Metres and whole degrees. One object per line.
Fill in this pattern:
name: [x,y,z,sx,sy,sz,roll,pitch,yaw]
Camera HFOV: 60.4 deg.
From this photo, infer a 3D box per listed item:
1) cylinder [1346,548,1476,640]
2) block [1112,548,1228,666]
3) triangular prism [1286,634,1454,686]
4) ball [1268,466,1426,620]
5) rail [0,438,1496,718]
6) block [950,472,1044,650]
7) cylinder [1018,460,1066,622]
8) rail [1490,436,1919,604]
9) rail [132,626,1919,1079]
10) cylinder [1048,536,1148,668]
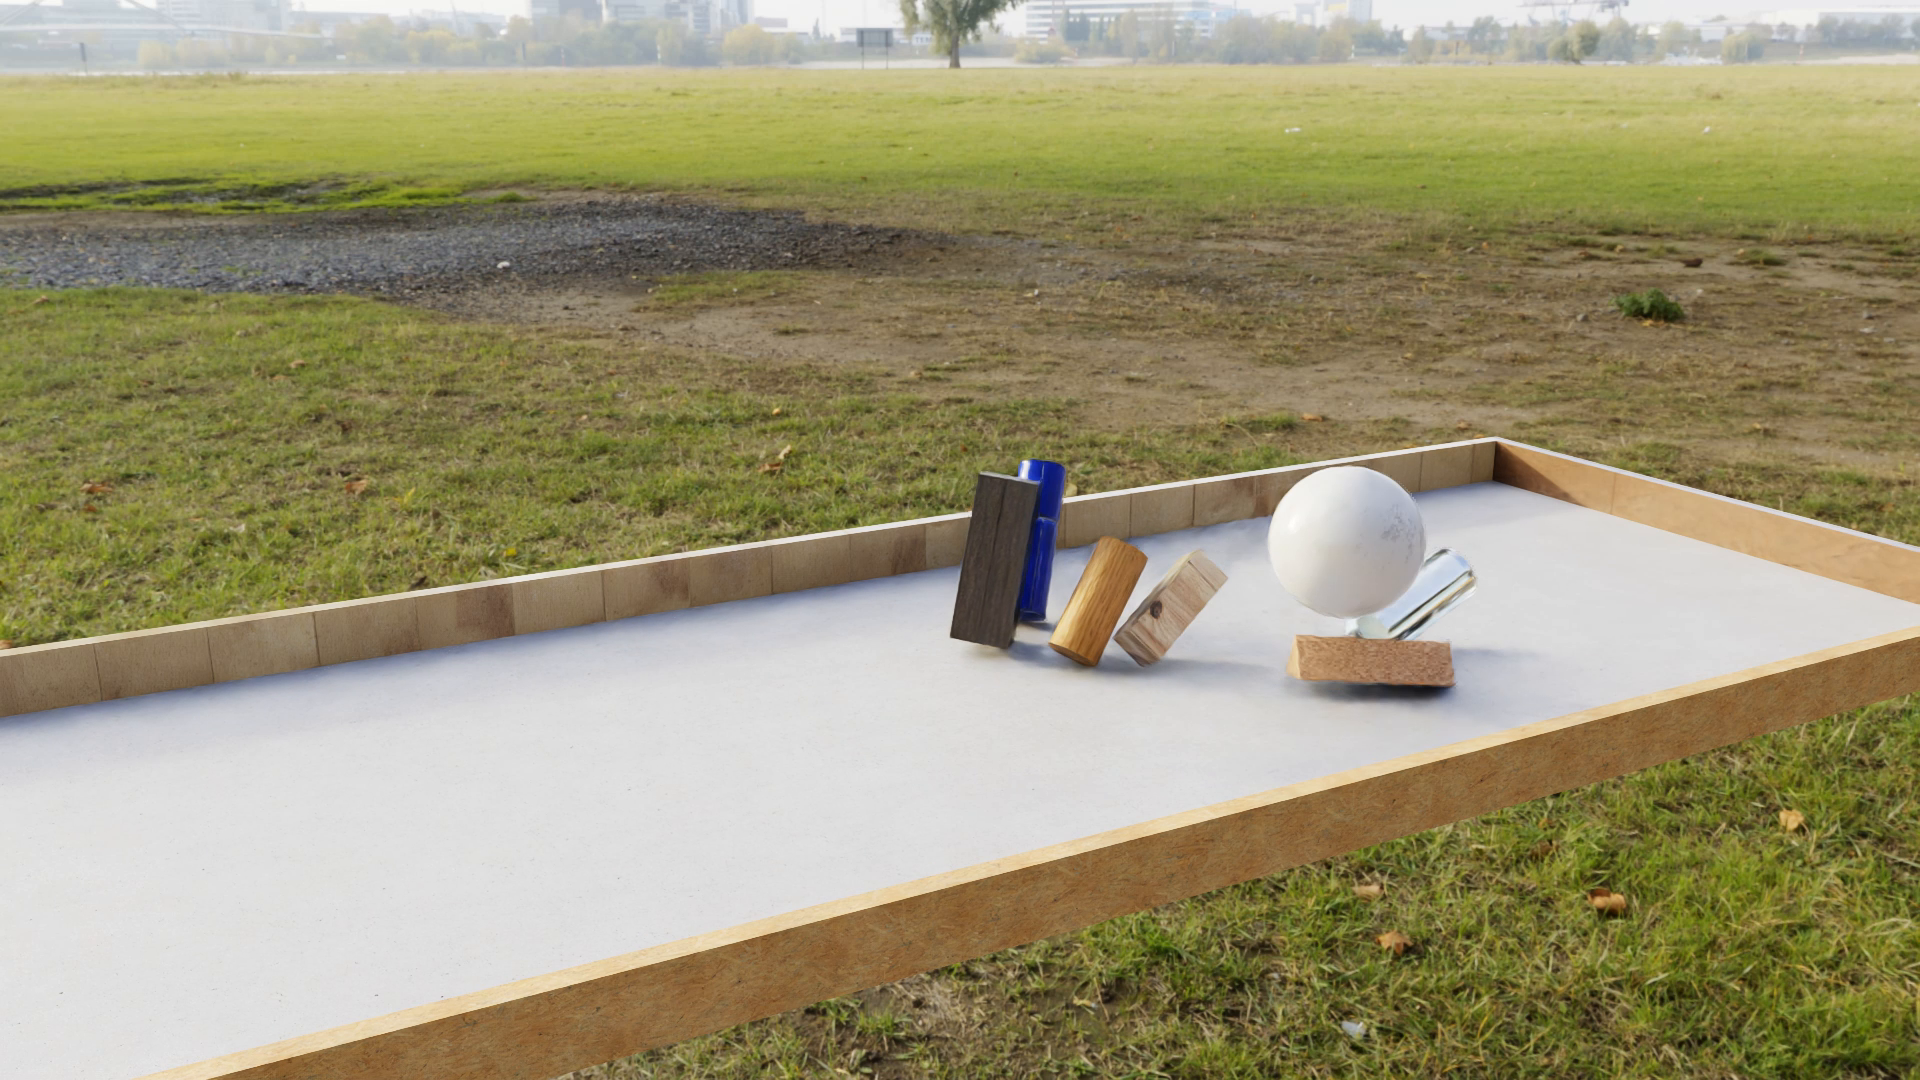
cylinder: [1.185,0.170,4.333,0.348,0.153,0.153,-31,30,-28]
block: [0.542,0.174,4.247,0.303,0.108,0.108,-47,5,-22]
triangular prism: [1.015,0.294,4.072,0.390,0.101,0.117,3,2,-6]
ball: [0.932,0.005,3.979,0.370,0.370,0.370,0,16,0]
rail: [-3.305,0.497,3.399,12.000,0.150,0.050,-9,18,-27]
block: [0.098,0.051,4.340,0.156,0.435,0.156,11,6,7]
cylinder: [0.200,0.002,4.575,0.134,0.429,0.134,8,-14,2]
rail: [2.466,-0.048,5.253,0.050,0.150,2.100,-9,18,-27]
rail: [-2.336,1.006,1.665,12.000,0.150,0.050,-9,18,-27]
cylinder: [0.355,0.159,4.233,0.135,0.311,0.135,26,-11,5]
